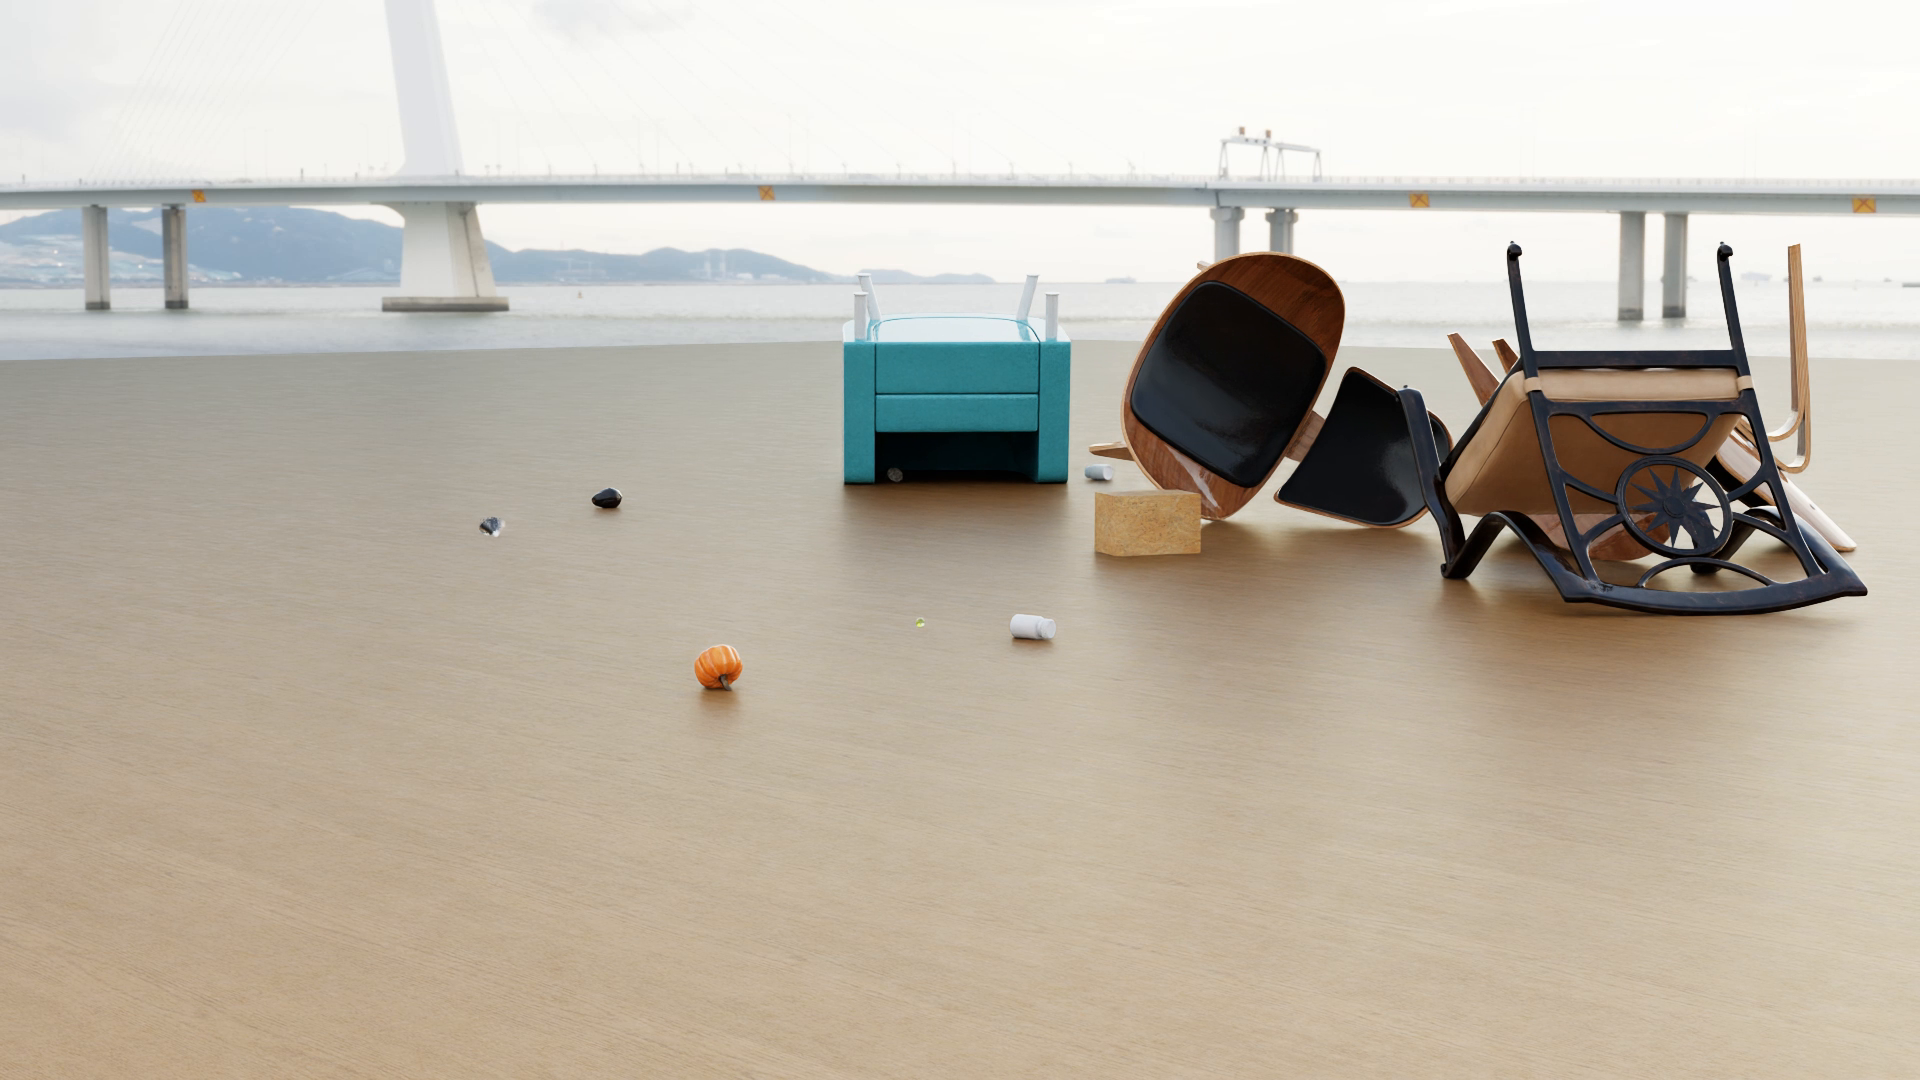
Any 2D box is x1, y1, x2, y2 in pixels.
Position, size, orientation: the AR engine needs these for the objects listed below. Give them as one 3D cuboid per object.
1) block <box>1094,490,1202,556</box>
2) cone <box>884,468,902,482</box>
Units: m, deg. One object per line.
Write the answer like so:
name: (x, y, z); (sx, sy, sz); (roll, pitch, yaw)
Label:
block: (0.448, -0.042, 6.133); (0.216, 0.141, 0.138); (-2, 6, -19)
cone: (-0.227, -0.202, 8.260); (0.062, 0.047, 0.063); (3, -18, -39)
